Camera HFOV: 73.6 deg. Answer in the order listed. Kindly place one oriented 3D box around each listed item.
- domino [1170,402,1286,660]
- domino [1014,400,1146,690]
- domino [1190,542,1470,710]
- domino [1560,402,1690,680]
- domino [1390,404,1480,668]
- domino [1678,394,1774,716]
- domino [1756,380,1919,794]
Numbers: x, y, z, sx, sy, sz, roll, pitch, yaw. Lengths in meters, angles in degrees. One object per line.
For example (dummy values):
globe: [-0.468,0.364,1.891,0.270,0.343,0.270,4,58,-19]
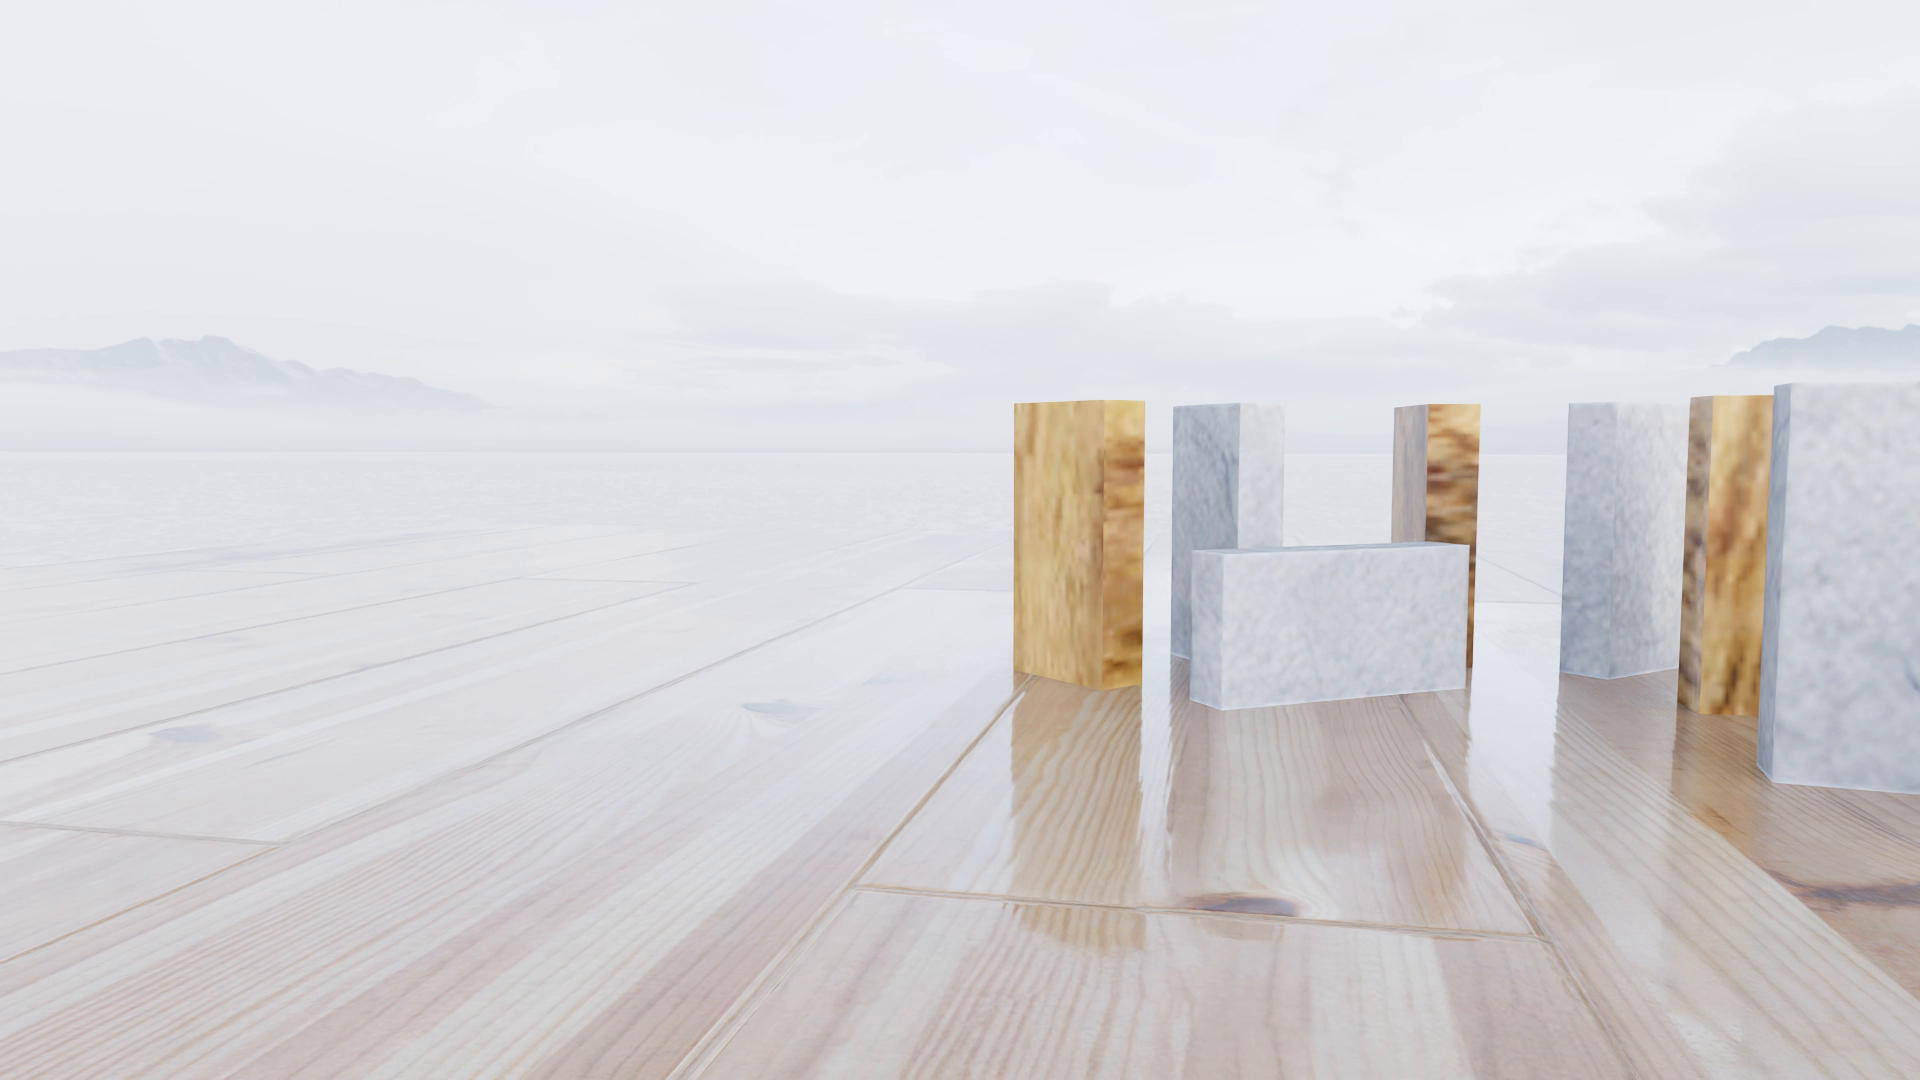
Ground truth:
domino: [0.051,-0.001,0.248,0.010,0.050,0.025,-2,5,-19]
domino: [0.021,0.000,0.233,0.009,0.050,0.025,-3,5,-35]
domino: [0.063,0.014,0.218,0.050,0.025,0.010,-2,5,-22]
domino: [0.125,0.000,0.241,0.025,0.050,0.009,-3,5,-32]
domino: [0.094,-0.002,0.255,0.009,0.050,0.025,0,4,4]
domino: [0.130,0.002,0.203,0.025,0.050,0.010,1,4,10]
domino: [0.116,0.006,0.159,0.025,0.050,0.010,2,5,21]
